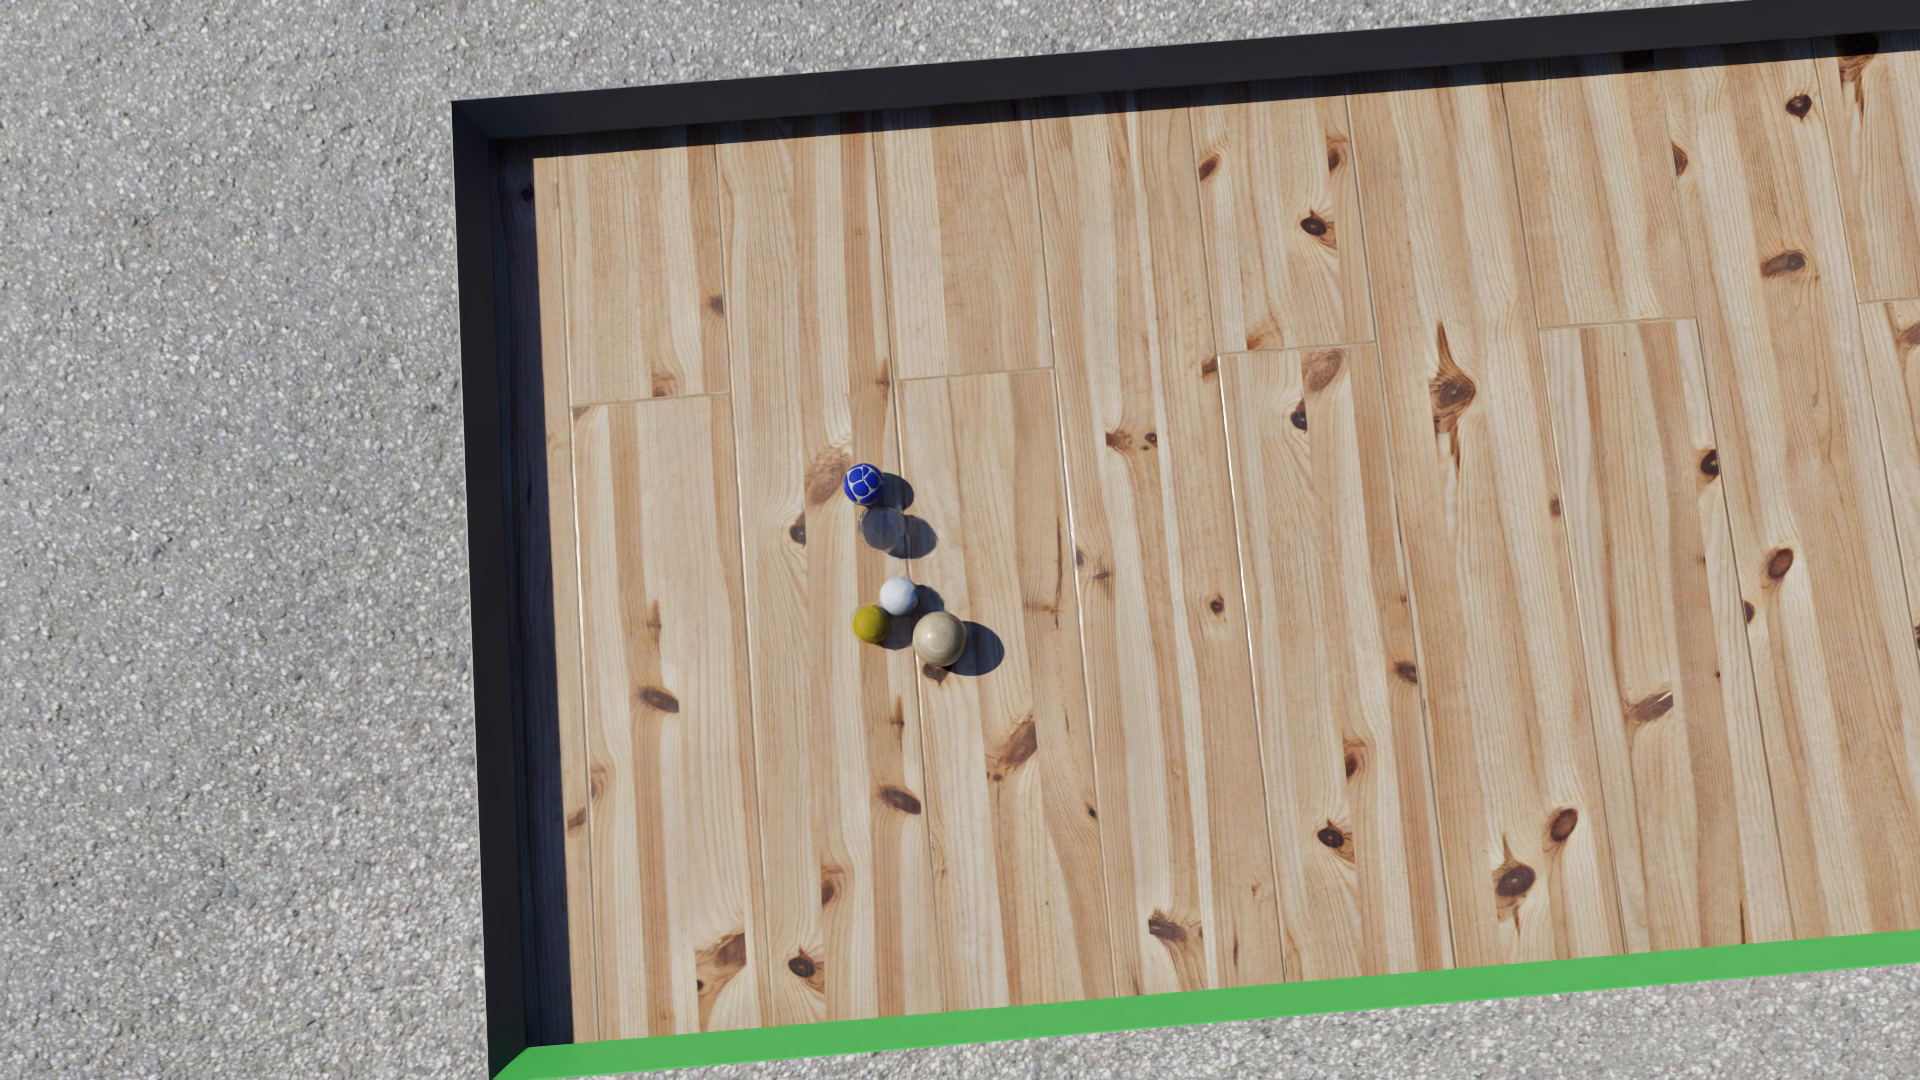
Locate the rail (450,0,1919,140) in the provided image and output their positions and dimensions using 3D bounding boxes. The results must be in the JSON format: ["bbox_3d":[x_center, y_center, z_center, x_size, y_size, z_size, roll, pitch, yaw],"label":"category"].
[{"bbox_3d":[0.662,-0.757,3.438,2.893,0.108,0.045,-5,78,-1],"label":"rail"}]

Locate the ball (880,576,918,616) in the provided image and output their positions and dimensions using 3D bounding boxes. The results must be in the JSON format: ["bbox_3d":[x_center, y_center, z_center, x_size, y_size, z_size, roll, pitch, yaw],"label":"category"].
[{"bbox_3d":[-0.091,0.084,3.290,0.059,0.059,0.059,0,78,0],"label":"ball"}]

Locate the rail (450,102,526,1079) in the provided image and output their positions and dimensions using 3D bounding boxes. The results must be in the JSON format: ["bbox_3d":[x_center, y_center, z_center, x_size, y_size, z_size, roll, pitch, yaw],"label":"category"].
[{"bbox_3d":[-0.697,0.052,3.271,0.045,0.108,1.470,-5,78,-1],"label":"rail"}]

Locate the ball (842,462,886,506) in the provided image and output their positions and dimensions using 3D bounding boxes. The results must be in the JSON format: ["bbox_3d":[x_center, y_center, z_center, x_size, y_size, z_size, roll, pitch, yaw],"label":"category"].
[{"bbox_3d":[-0.145,-0.084,3.322,0.065,0.065,0.065,0,78,0],"label":"ball"}]

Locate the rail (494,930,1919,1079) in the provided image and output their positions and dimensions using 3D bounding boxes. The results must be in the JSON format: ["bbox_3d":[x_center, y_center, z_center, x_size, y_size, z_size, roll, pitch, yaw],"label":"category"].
[{"bbox_3d":[0.779,0.631,3.151,2.893,0.108,0.045,-5,78,-1],"label":"rail"}]

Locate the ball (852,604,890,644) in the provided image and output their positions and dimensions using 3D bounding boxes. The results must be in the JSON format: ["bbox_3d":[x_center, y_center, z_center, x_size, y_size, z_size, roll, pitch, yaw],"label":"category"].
[{"bbox_3d":[-0.132,0.125,3.283,0.058,0.058,0.058,0,78,0],"label":"ball"}]

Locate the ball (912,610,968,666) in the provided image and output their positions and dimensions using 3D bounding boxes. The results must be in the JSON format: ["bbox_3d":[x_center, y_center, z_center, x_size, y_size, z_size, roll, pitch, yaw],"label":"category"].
[{"bbox_3d":[-0.030,0.147,3.265,0.083,0.083,0.083,0,78,0],"label":"ball"}]

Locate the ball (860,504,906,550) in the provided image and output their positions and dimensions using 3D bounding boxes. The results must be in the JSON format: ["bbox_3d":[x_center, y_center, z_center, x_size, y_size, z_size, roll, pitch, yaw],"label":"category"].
[{"bbox_3d":[-0.115,-0.018,3.306,0.070,0.070,0.070,0,78,0],"label":"ball"}]
